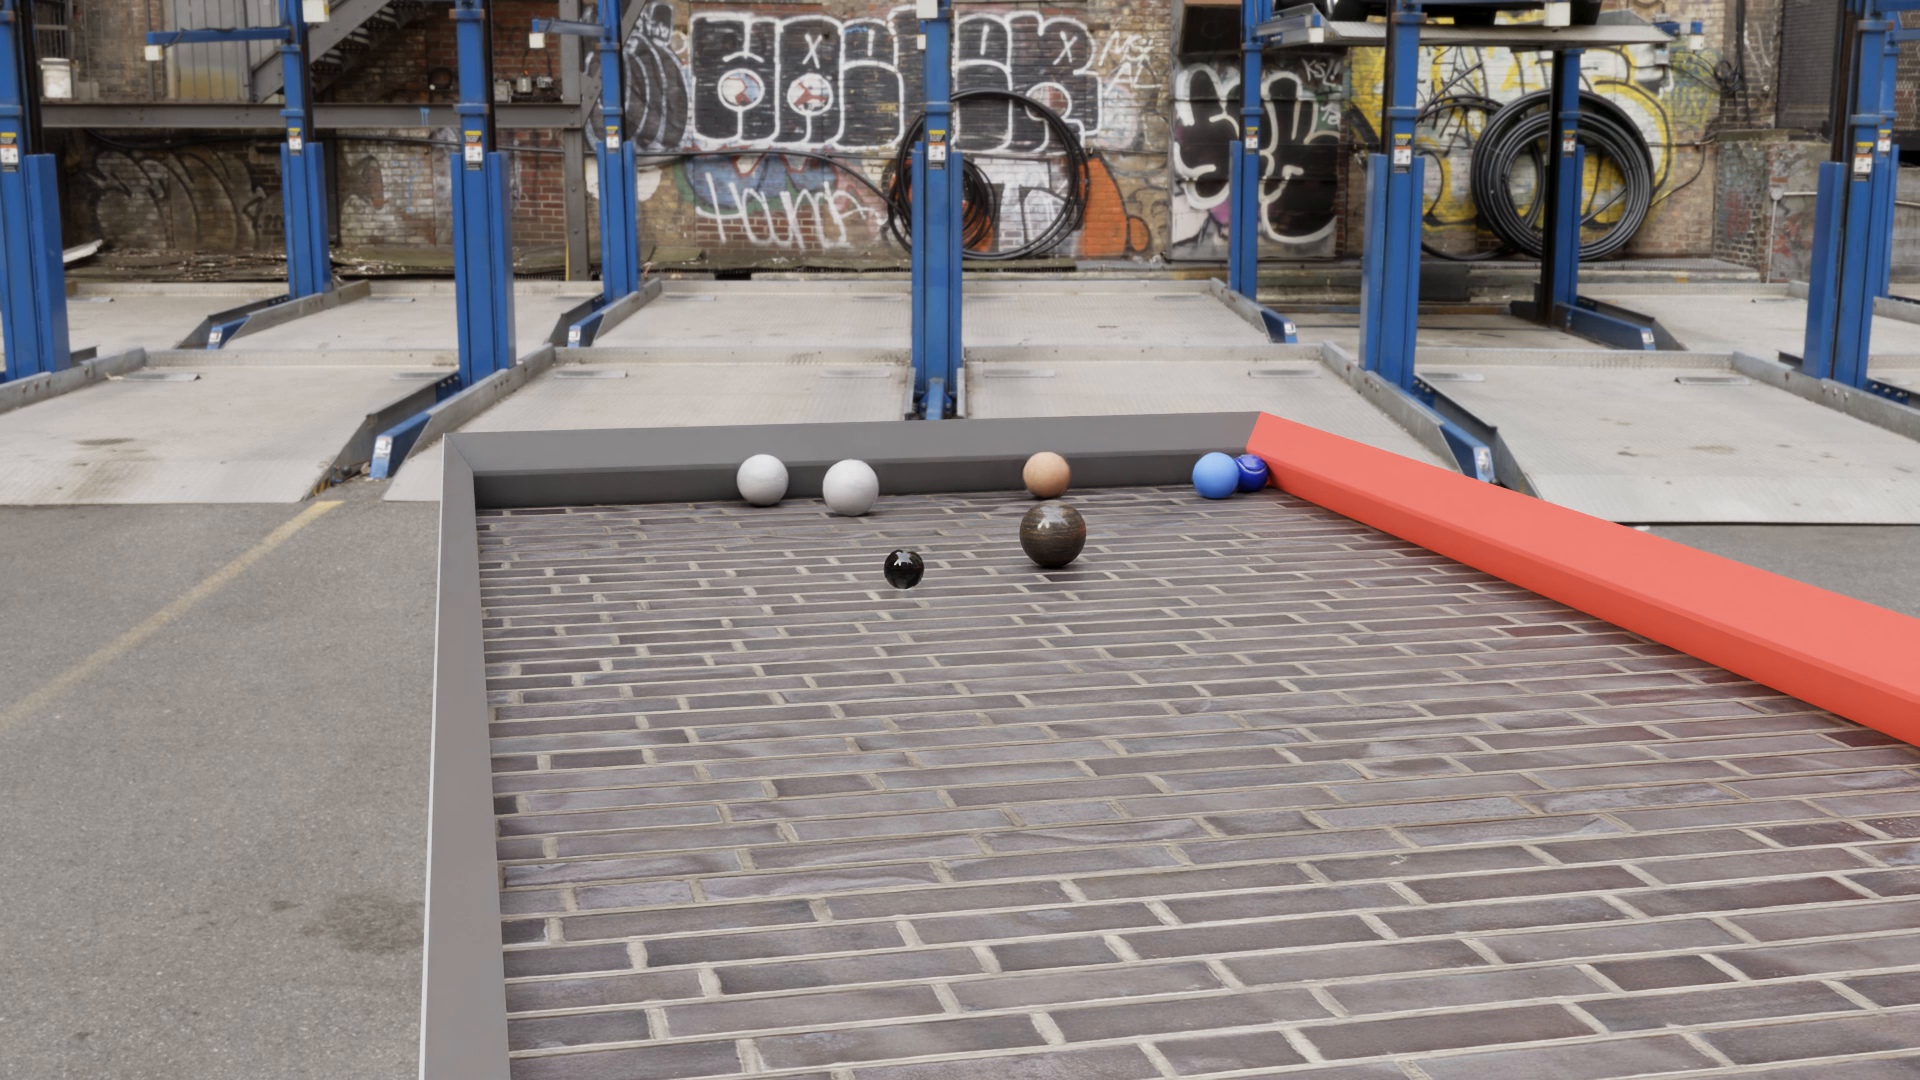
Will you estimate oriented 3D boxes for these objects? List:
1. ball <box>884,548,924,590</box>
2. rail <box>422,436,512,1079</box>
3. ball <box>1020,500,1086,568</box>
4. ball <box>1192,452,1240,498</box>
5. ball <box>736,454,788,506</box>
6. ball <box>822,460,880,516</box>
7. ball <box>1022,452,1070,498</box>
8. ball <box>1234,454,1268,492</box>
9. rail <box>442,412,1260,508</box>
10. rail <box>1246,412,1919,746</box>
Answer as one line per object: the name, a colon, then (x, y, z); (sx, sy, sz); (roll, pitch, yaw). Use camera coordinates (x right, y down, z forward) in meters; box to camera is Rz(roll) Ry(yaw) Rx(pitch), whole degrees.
ball: (-0.076, 0.039, 2.967); (0.055, 0.055, 0.055); (0, 10, 0)
rail: (-0.517, 0.122, 2.287); (0.045, 0.124, 2.822); (-2, 10, -13)
ball: (0.132, -0.009, 3.124); (0.096, 0.096, 0.096); (0, 10, 0)
ball: (0.437, -0.110, 3.747); (0.080, 0.080, 0.080); (0, 10, 0)
ball: (-0.330, -0.100, 3.671); (0.086, 0.086, 0.086); (0, 10, 0)
ball: (-0.177, -0.085, 3.572); (0.092, 0.092, 0.092); (0, 10, 0)
ball: (0.147, -0.111, 3.750); (0.080, 0.080, 0.080); (0, 10, 0)
ball: (0.500, -0.116, 3.819); (0.068, 0.068, 0.068); (0, 10, 0)
rail: (-0.151, -0.138, 3.770); (1.429, 0.124, 0.045); (-2, 10, -13)
rail: (0.830, 0.069, 2.588); (0.045, 0.124, 2.822); (-2, 10, -13)
